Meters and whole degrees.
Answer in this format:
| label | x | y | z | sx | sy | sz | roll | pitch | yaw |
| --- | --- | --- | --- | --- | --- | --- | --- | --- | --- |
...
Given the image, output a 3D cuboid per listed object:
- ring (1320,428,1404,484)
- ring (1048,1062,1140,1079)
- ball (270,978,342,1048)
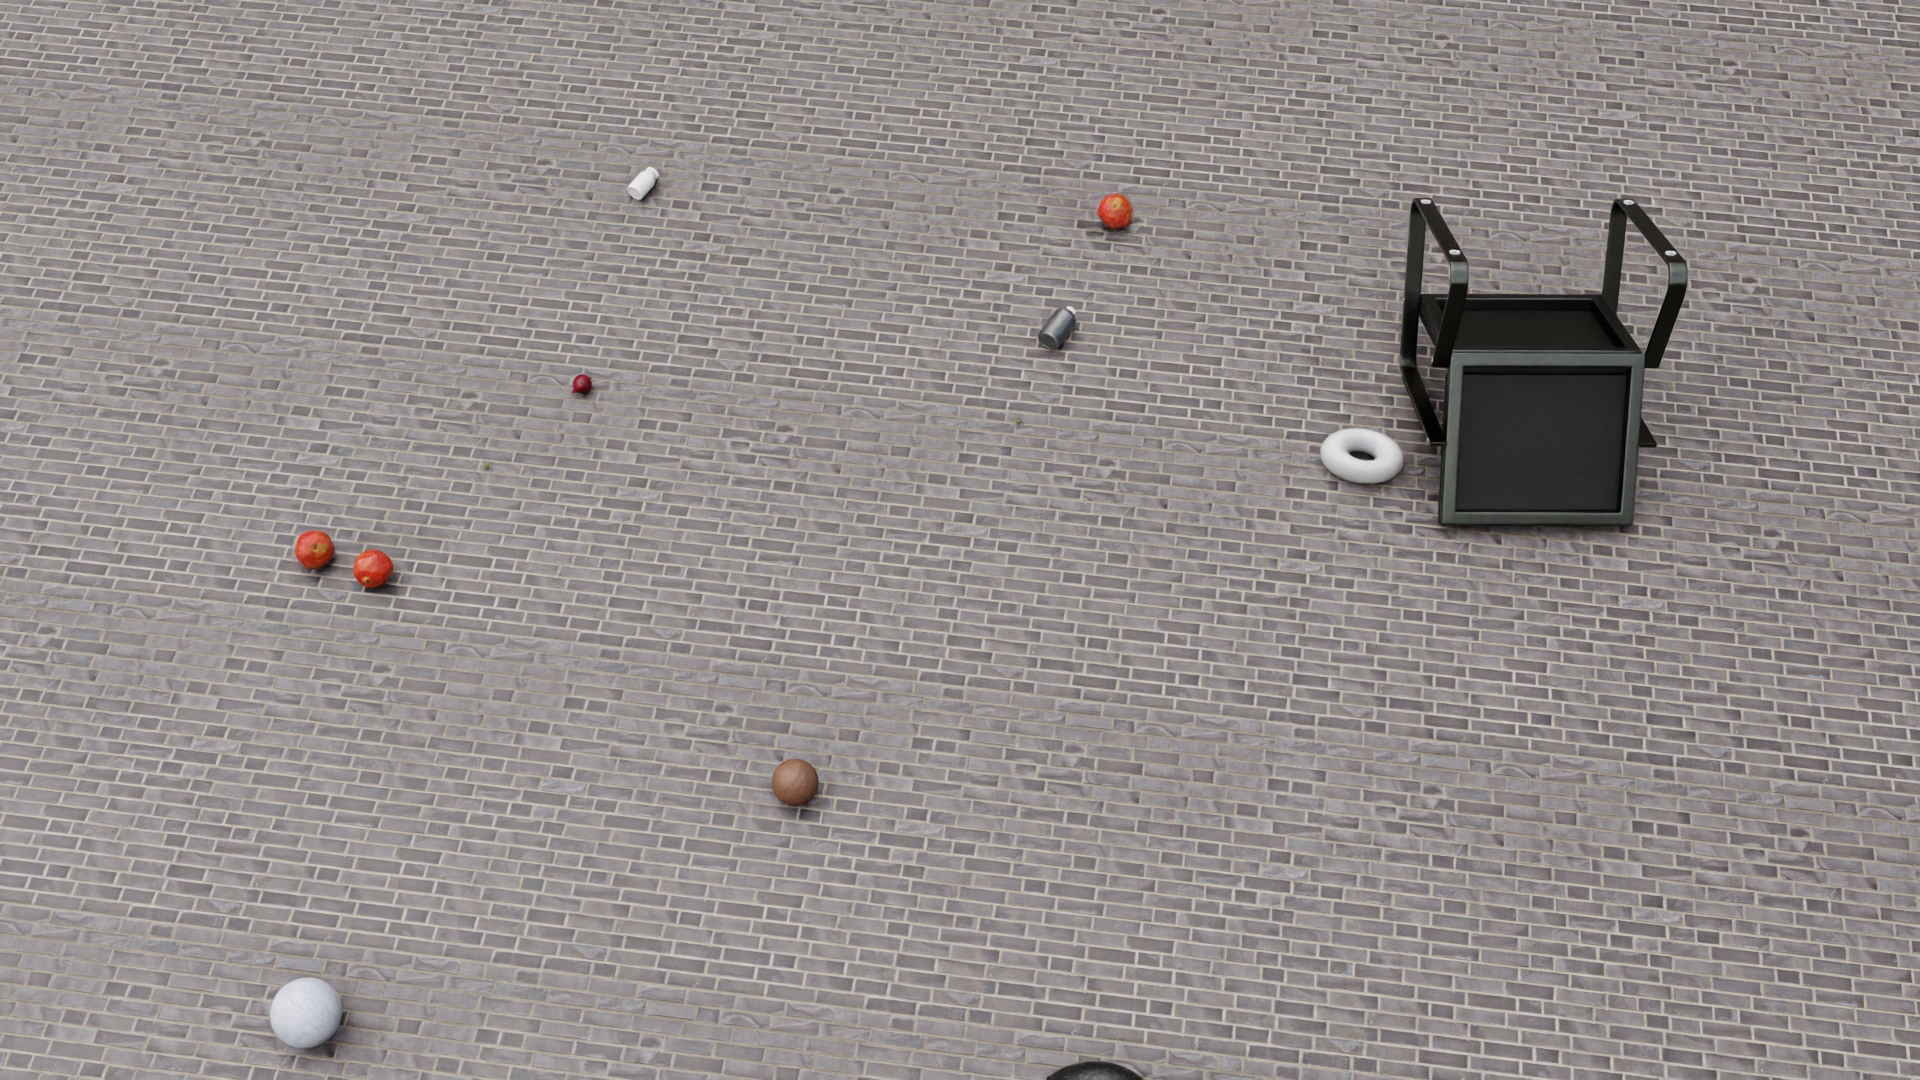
| label | x | y | z | sx | sy | sz | roll | pitch | yaw |
| --- | --- | --- | --- | --- | --- | --- | --- | --- | --- |
| ring | 1.223 | -0.256 | 6.691 | 0.255 | 0.093 | 0.175 | 9 | 58 | 5 |
| ring | 0.343 | 1.494 | 5.474 | 0.387 | 0.165 | 0.402 | -23 | 58 | -13 |
| ball | -1.680 | 1.215 | 5.651 | 0.179 | 0.179 | 0.179 | 0 | 56 | 0 |
